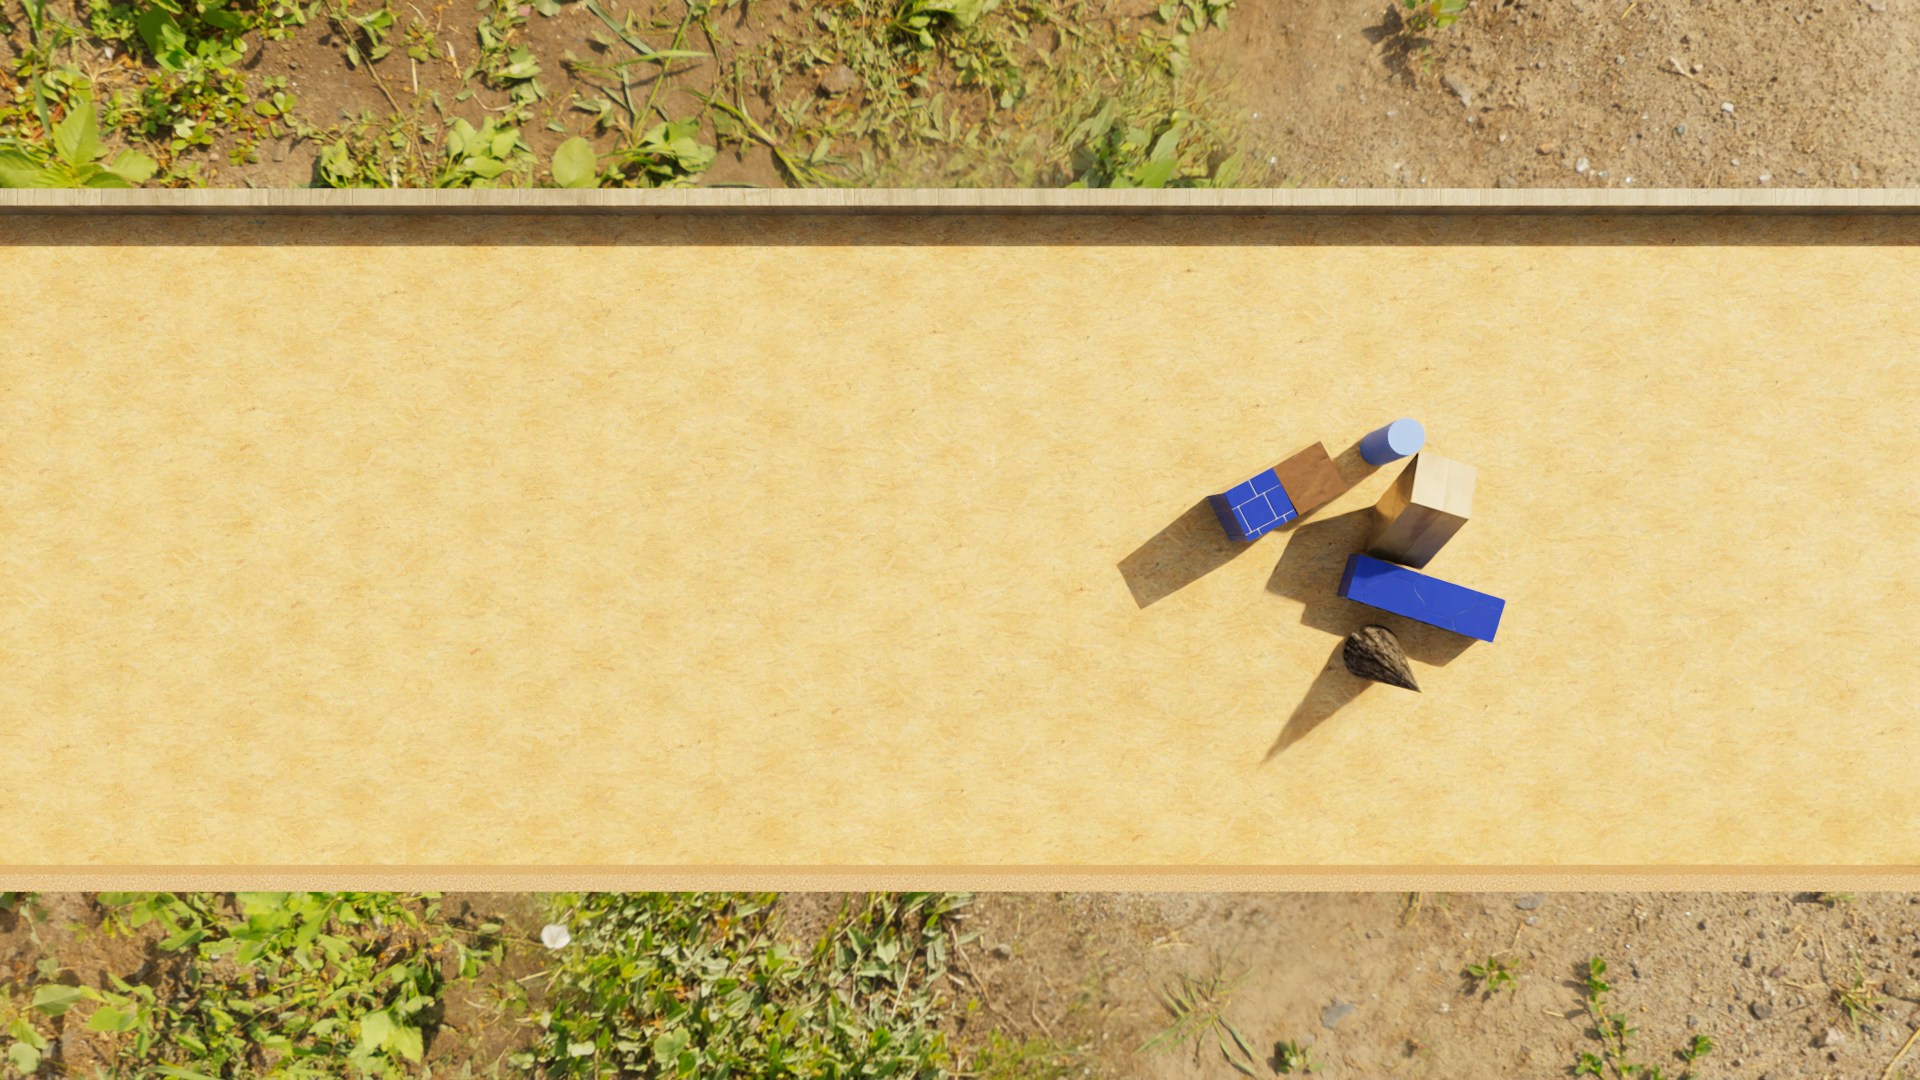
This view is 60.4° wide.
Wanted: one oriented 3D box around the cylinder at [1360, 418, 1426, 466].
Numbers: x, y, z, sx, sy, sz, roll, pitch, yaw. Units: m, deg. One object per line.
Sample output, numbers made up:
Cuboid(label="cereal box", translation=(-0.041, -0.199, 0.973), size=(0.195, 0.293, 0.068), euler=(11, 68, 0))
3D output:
Cuboid(label="cylinder", translation=(1.283, -0.289, 4.905), size=(0.108, 0.338, 0.108), euler=(0, 87, 0))

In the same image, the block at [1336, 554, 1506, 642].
Cuboid(label="block", translation=(1.398, 0.176, 5.009), size=(0.459, 0.135, 0.135), euler=(17, 90, 0))

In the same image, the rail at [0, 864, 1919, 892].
Cuboid(label="rail", translation=(-2.247, 1.025, 5.001), size=(12.000, 0.150, 0.050), euler=(0, 90, 0))

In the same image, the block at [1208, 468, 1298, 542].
Cuboid(label="block", translation=(0.866, -0.102, 4.913), size=(0.158, 0.328, 0.158), euler=(-28, 90, 0))

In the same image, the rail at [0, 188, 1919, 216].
Cuboid(label="rail", translation=(-2.247, -1.025, 5.002), size=(12.000, 0.150, 0.050), euler=(0, 90, 0))

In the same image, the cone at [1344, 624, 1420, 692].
Cuboid(label="cone", translation=(1.277, 0.386, 4.835), size=(0.174, 0.457, 0.174), euler=(-1, 100, -3))

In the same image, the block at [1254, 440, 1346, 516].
Cuboid(label="block", translation=(1.010, -0.179, 4.917), size=(0.159, 0.318, 0.159), euler=(-29, 90, 0))

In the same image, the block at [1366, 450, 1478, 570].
Cuboid(label="block", translation=(1.360, -0.083, 4.873), size=(0.173, 0.368, 0.173), euler=(17, 65, 0))
